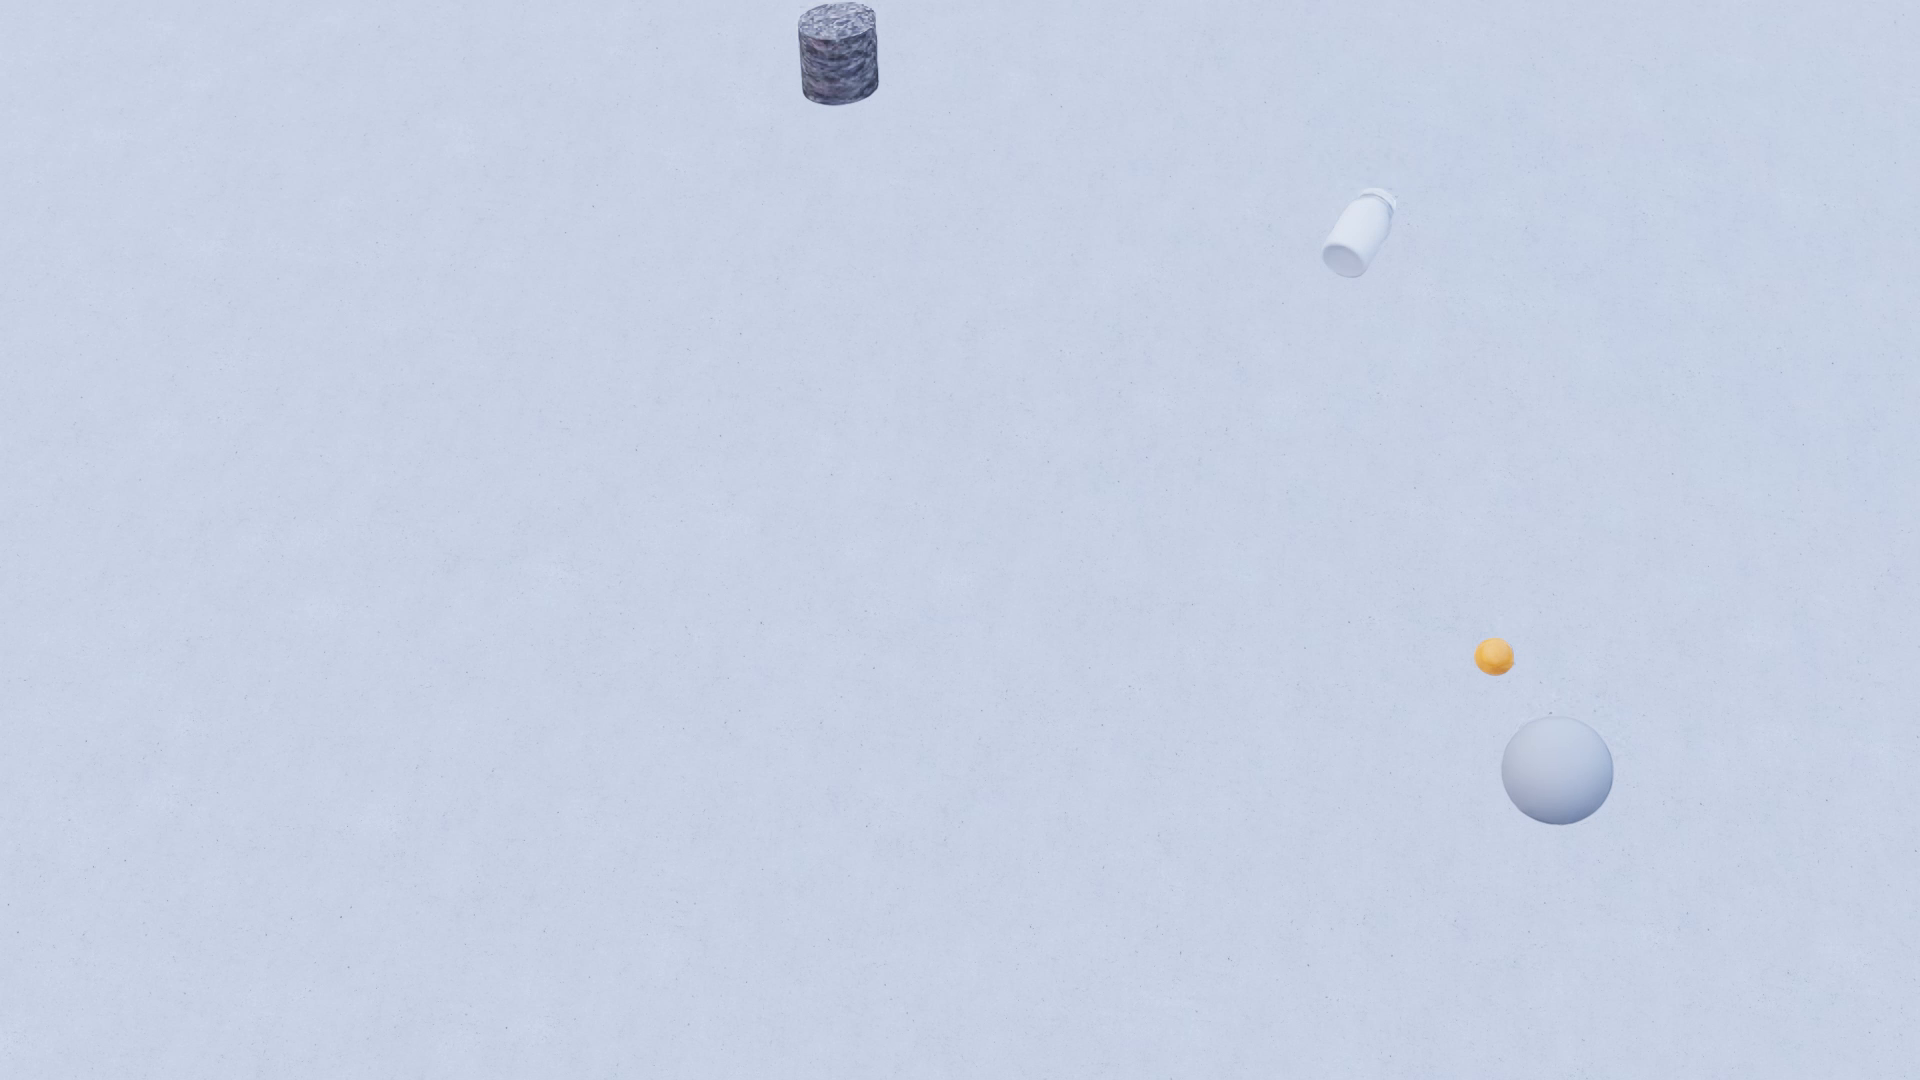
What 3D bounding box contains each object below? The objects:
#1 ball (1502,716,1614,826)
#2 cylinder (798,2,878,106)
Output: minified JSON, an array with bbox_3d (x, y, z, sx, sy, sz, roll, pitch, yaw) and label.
[{"bbox_3d":[1.045,0.403,3.849,0.191,0.191,0.191,0,56,0],"label":"ball"},{"bbox_3d":[-0.135,-0.542,2.451,0.090,0.082,0.080,-32,50,-30],"label":"cylinder"}]
